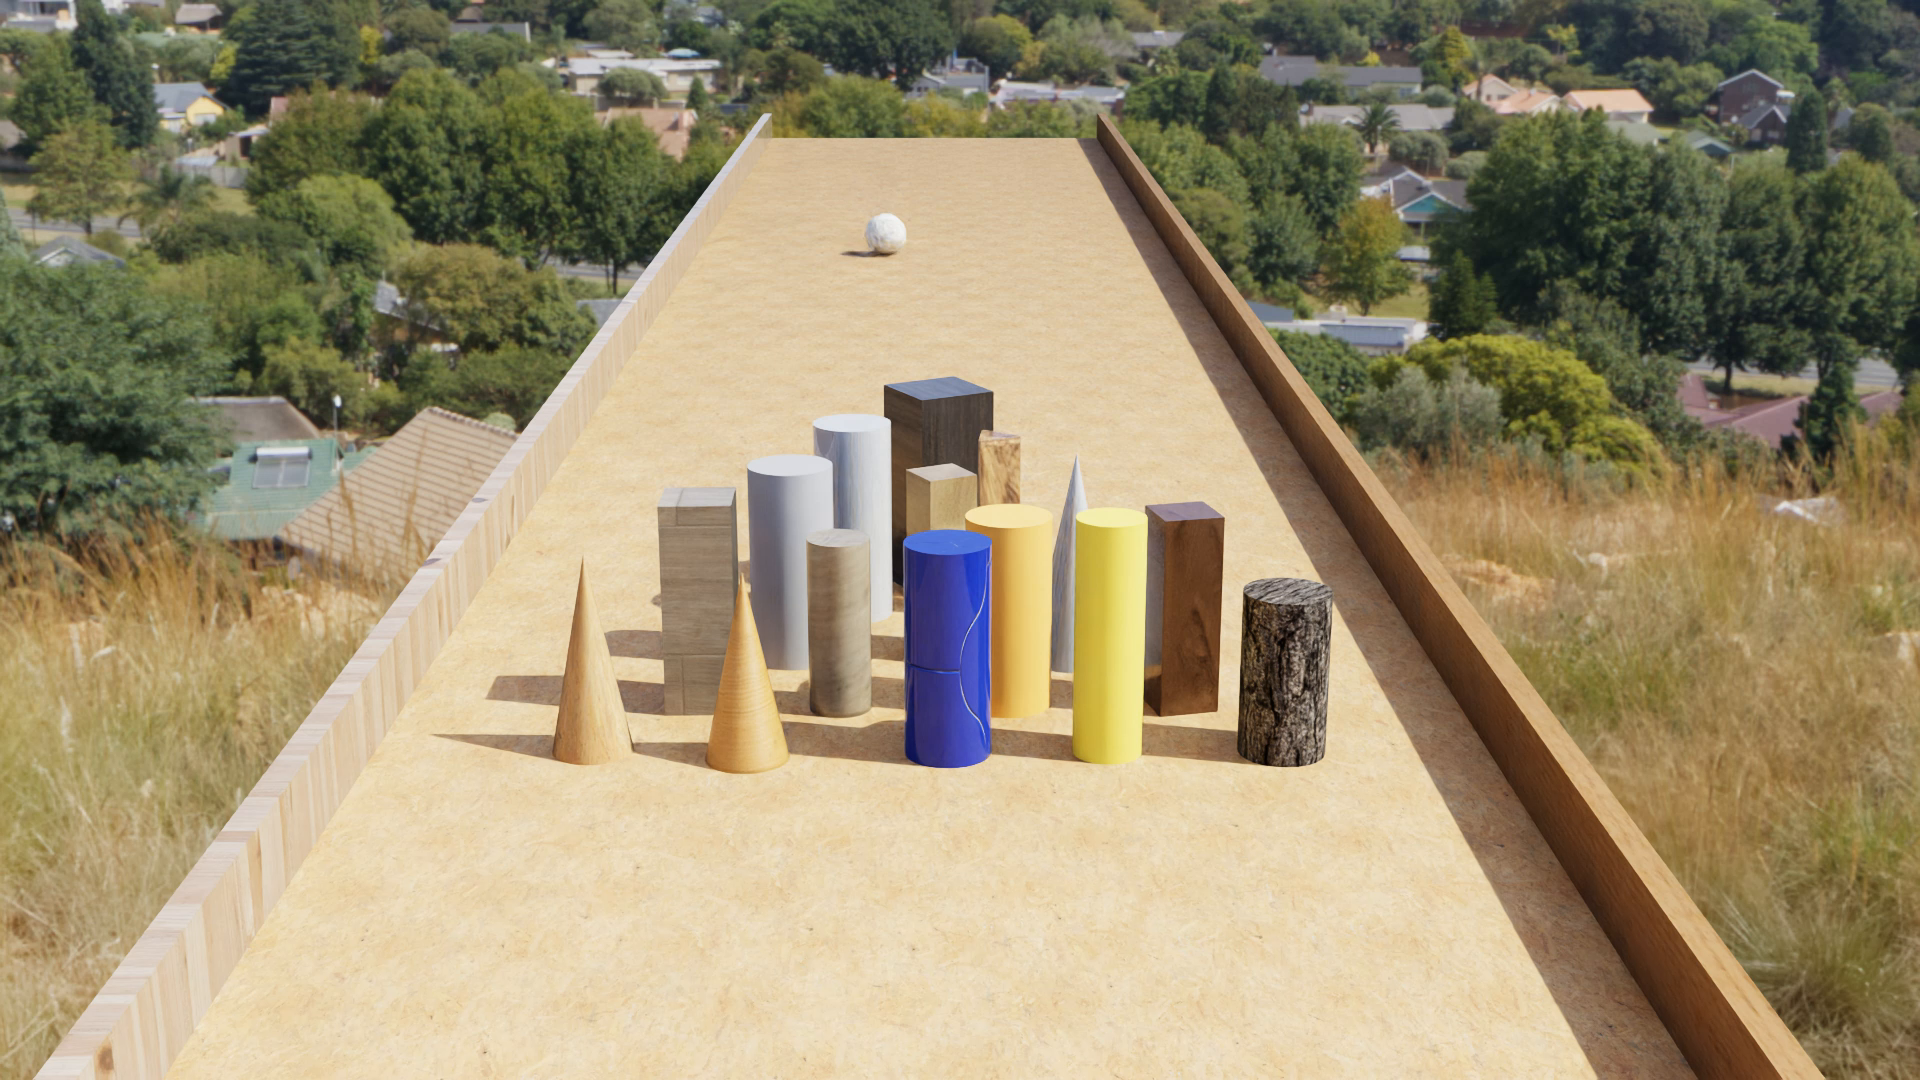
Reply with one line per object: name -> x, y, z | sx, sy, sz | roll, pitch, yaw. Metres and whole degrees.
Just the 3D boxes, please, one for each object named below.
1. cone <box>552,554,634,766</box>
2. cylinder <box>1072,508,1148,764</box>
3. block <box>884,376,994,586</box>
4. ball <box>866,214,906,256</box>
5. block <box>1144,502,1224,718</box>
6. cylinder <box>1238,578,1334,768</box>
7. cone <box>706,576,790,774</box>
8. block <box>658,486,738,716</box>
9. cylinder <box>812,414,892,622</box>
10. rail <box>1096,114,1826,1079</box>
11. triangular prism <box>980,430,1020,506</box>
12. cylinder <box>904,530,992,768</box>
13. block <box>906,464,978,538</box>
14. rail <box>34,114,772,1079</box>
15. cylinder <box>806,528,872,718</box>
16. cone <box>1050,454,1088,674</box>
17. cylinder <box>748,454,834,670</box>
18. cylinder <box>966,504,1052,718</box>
cone -> -0.660, 0.200, 3.904 | 0.145, 0.370, 0.145 | 0, 17, 0
cylinder -> 0.264, 0.170, 3.888 | 0.125, 0.437, 0.125 | 0, 17, 0
block -> -0.047, -0.119, 4.851 | 0.176, 0.442, 0.176 | -9, 19, -28
ball -> -0.312, -1.285, 9.243 | 0.174, 0.174, 0.174 | 0, 17, 0
block -> 0.416, 0.129, 4.125 | 0.115, 0.381, 0.115 | -4, 17, -14
cylinder -> 0.577, 0.234, 3.910 | 0.157, 0.302, 0.157 | 0, 17, 0
cone -> -0.379, 0.222, 3.871 | 0.151, 0.348, 0.151 | 0, 17, 0
block -> -0.486, 0.115, 4.126 | 0.133, 0.407, 0.133 | 0, 17, -1
cylinder -> -0.226, -0.045, 4.647 | 0.164, 0.417, 0.164 | 0, 17, 0
rail -> 0.932, -0.844, 7.801 | 0.050, 0.150, 12.000 | 0, 17, -1
triangular prism -> 0.066, -0.036, 4.668 | 0.096, 0.388, 0.083 | -7, 18, -23
cylinder -> -0.022, 0.192, 3.892 | 0.155, 0.393, 0.155 | 0, 17, 0
block -> -0.036, 0.047, 4.408 | 0.104, 0.377, 0.104 | -9, 19, -27
rail -> -1.118, -0.838, 7.780 | 0.050, 0.150, 12.000 | 0, 17, -1
cylinder -> -0.225, 0.156, 4.115 | 0.118, 0.335, 0.118 | 0, 17, 0
cone -> 0.229, 0.033, 4.366 | 0.180, 0.427, 0.180 | 0, 17, 0
cylinder -> -0.335, 0.044, 4.380 | 0.168, 0.399, 0.168 | 0, 17, 0
cylinder -> 0.091, 0.132, 4.132 | 0.163, 0.370, 0.163 | 0, 17, 0
